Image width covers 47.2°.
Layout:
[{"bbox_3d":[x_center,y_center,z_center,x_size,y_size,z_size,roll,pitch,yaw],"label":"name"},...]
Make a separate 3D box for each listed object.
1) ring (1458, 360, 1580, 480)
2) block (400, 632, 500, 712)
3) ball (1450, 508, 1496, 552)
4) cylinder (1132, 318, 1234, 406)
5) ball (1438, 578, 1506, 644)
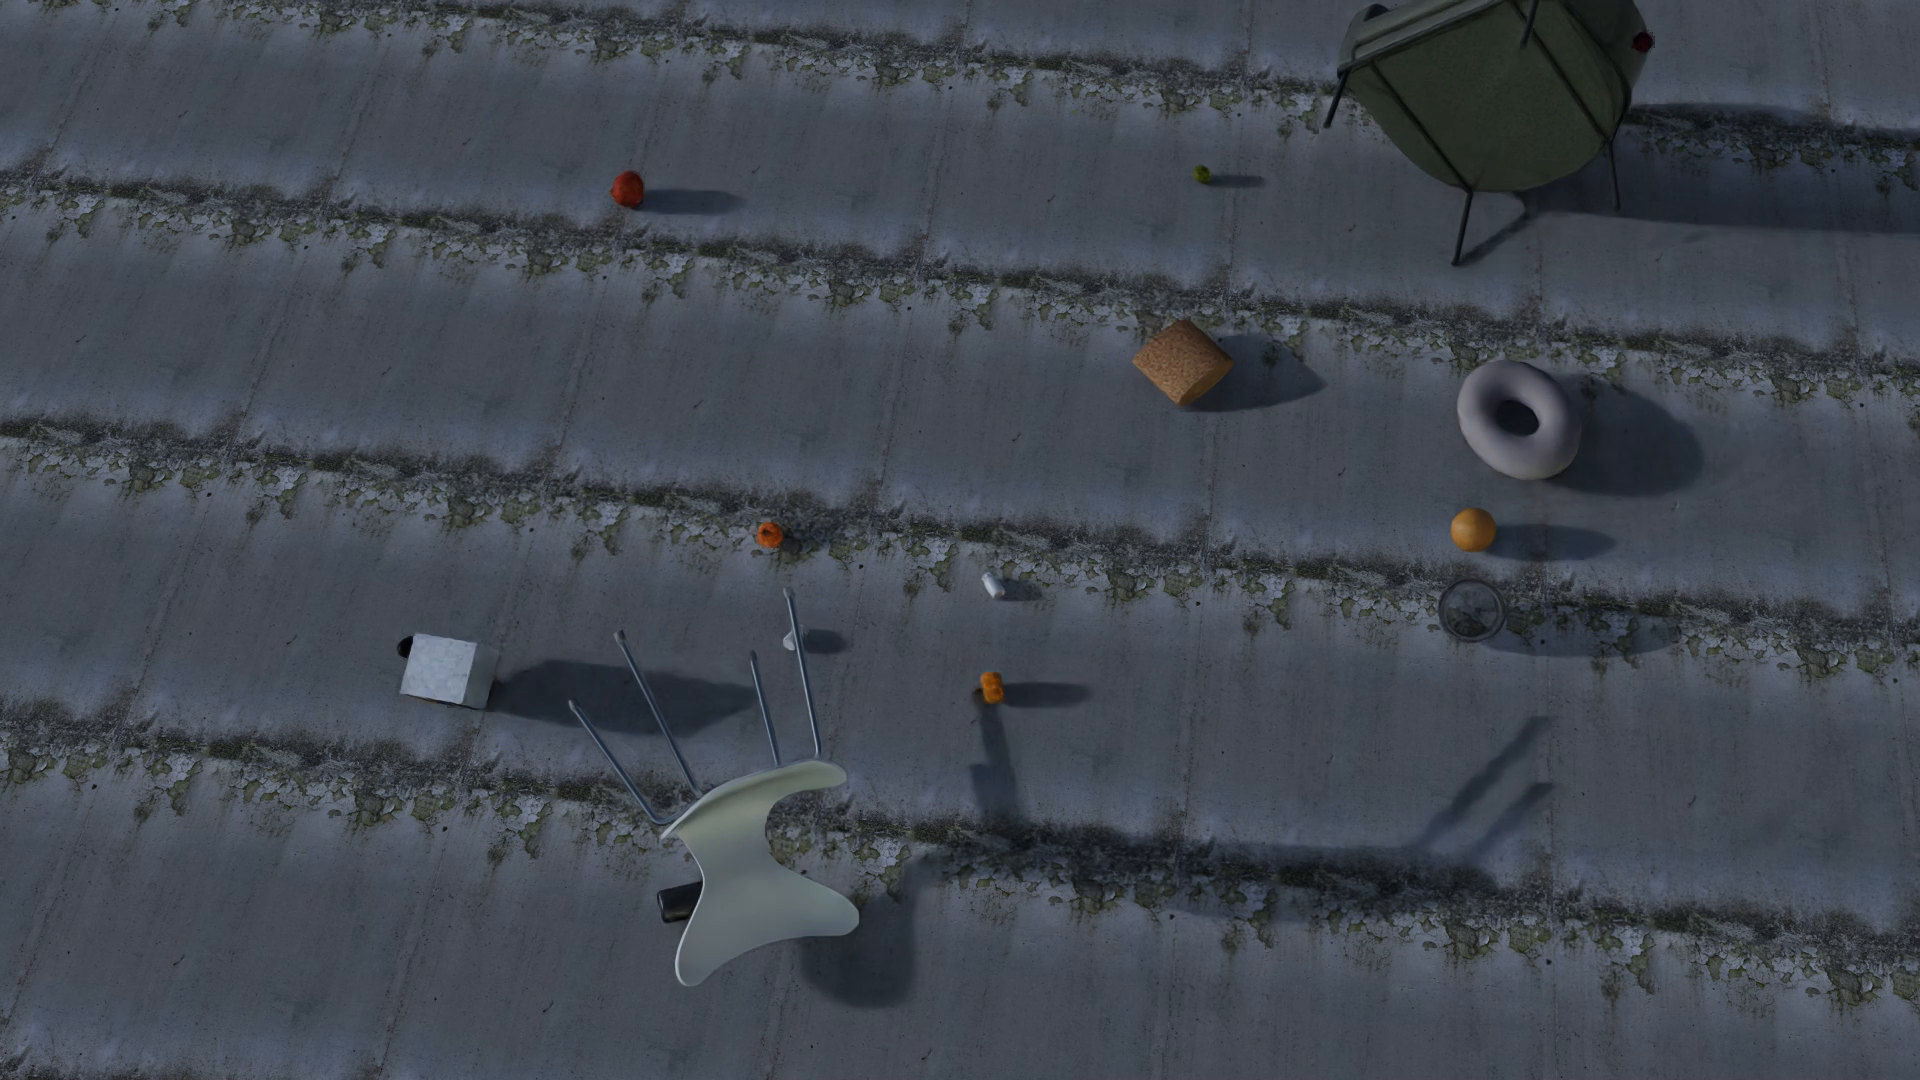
[{"bbox_3d":[1.711,-0.370,6.739,0.354,0.092,0.490,-12,50,-1],"label":"ring"},{"bbox_3d":[-1.429,0.370,6.158,0.213,0.112,0.173,7,79,24],"label":"block"},{"bbox_3d":[1.521,-0.030,6.514,0.133,0.133,0.133,0,56,0],"label":"ball"},{"bbox_3d":[0.699,-0.557,6.884,0.235,0.094,0.217,-37,62,-12],"label":"cylinder"},{"bbox_3d":[1.472,0.204,6.321,0.193,0.193,0.193,0,56,0],"label":"ball"}]
